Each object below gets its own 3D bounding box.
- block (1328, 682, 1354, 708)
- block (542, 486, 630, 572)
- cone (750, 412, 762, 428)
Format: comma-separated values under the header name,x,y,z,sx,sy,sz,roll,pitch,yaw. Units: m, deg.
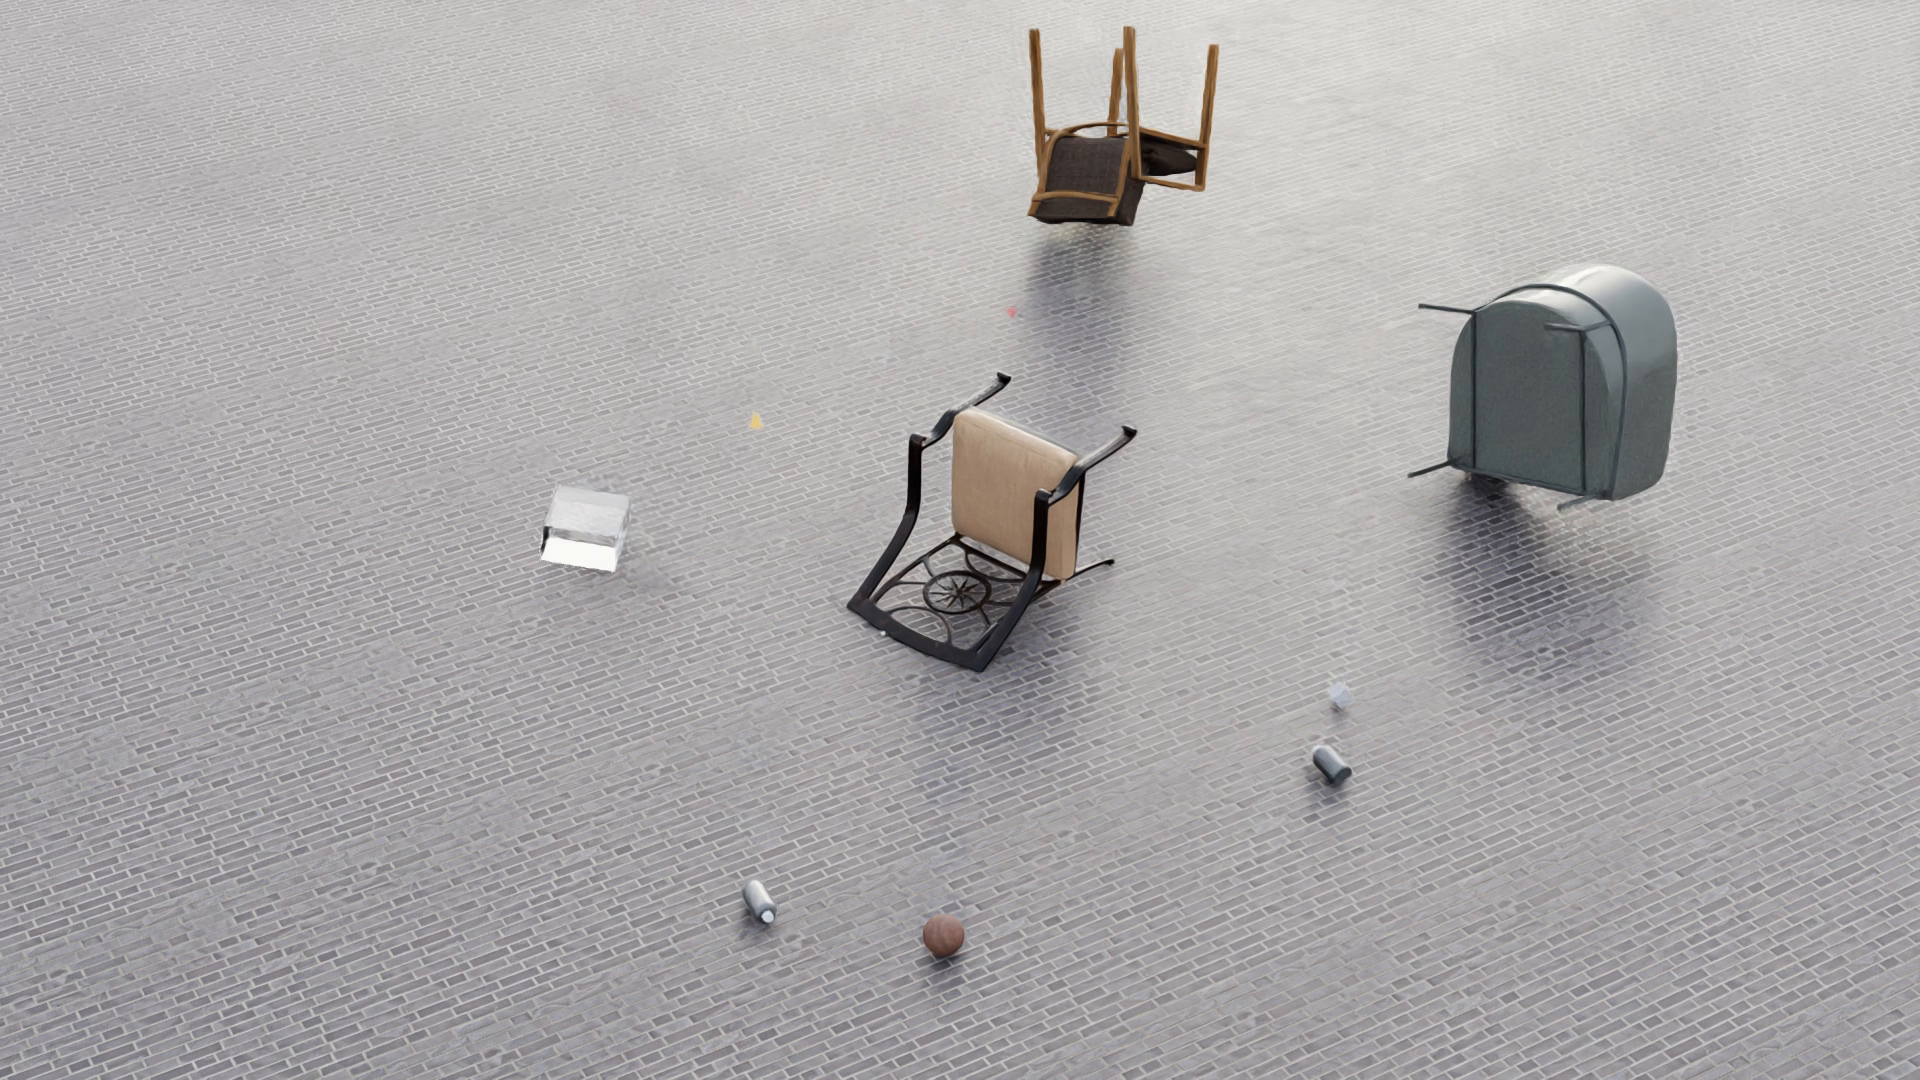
name,x,y,z,sx,sy,sz,roll,pitch,yaw
block,1.305,0.532,10.060,0.054,0.066,0.047,-38,39,2
block,-1.382,-0.044,10.837,0.271,0.154,0.272,9,34,0
cone,-0.781,-0.464,11.203,0.051,0.062,0.057,-6,21,-15
